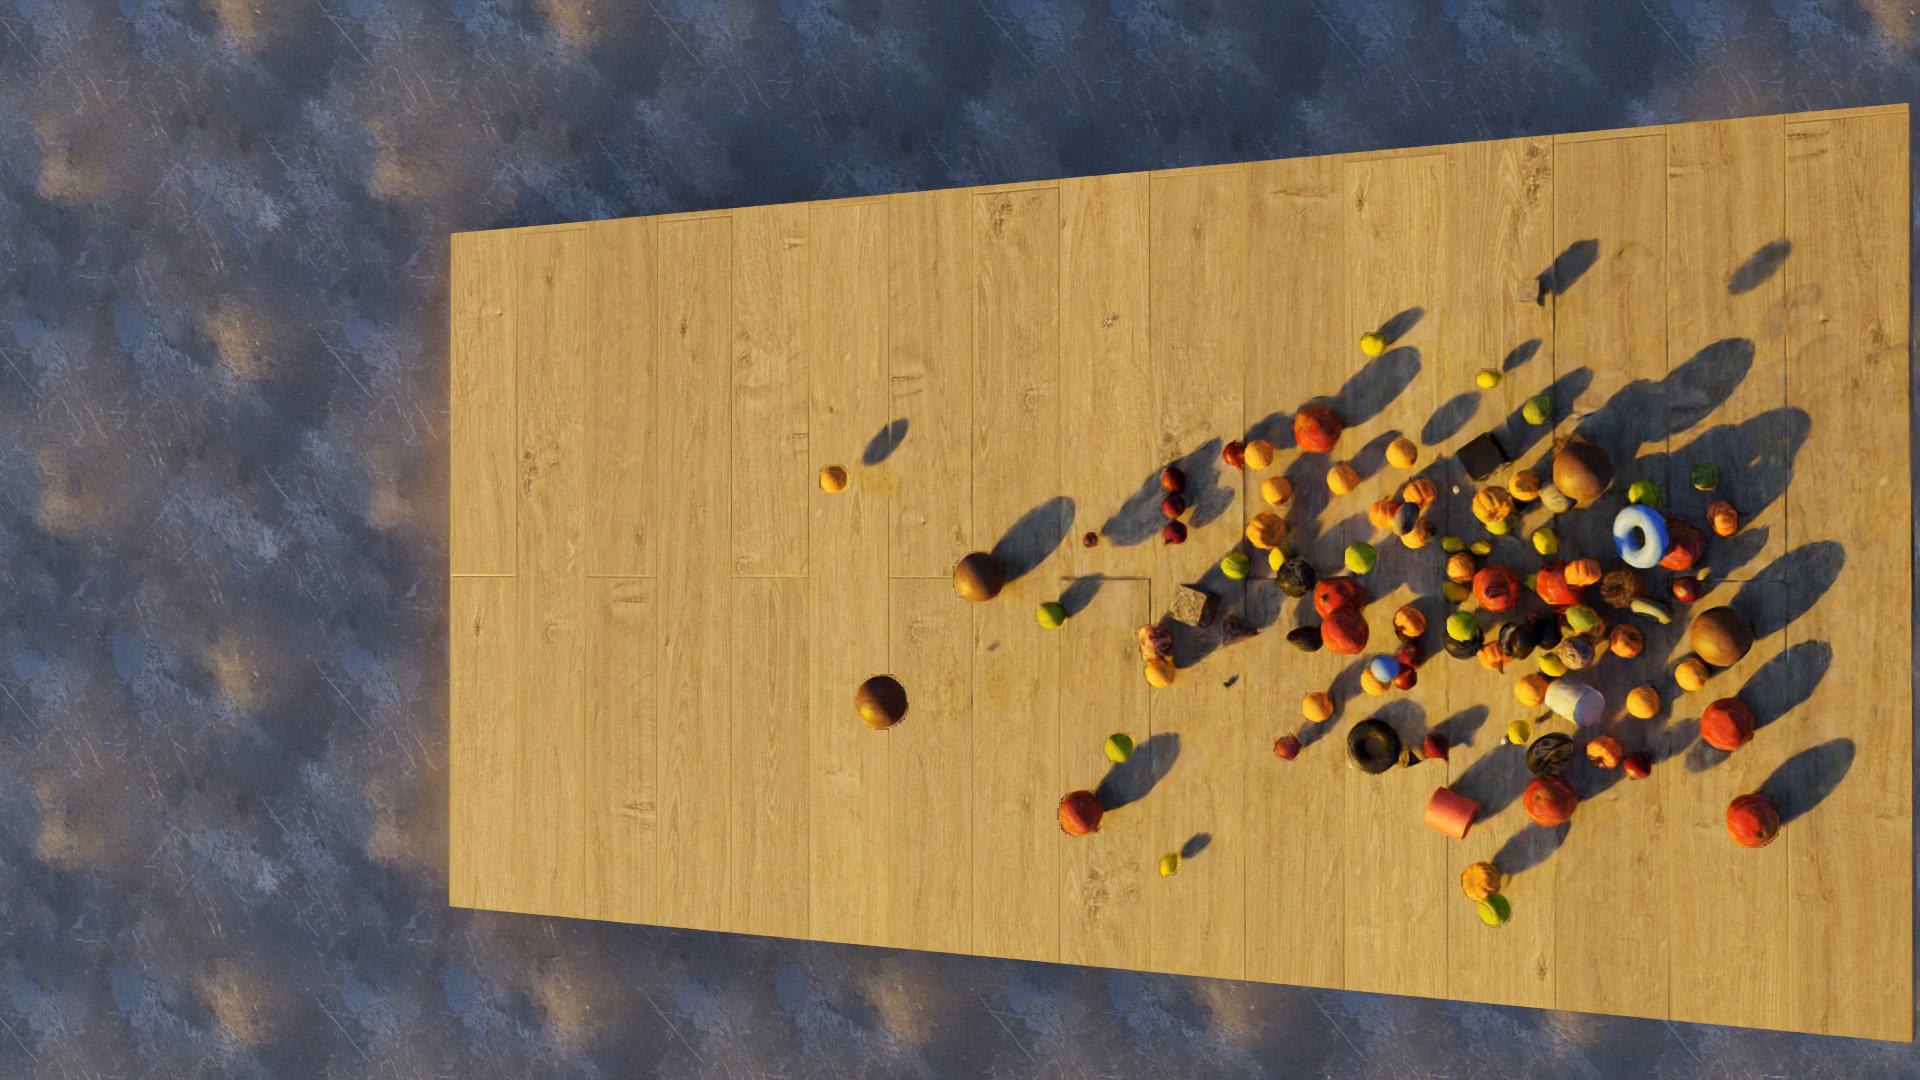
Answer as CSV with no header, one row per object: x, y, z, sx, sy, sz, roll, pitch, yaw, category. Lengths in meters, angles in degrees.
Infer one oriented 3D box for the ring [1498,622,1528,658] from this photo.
1.263,0.228,5.018,0.083,0.028,0.083,9,72,-29,ring

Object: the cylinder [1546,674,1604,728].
1.381,0.360,4.938,0.090,0.090,0.090,-12,116,-25,cylinder

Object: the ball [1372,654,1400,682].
0.957,0.288,4.952,0.062,0.062,0.062,0,89,0,ball

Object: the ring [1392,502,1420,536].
1.026,-0.049,5.064,0.029,0.086,0.086,30,89,32,ring

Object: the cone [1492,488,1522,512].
1.268,-0.080,5.060,0.058,0.058,0.058,32,89,3,cone

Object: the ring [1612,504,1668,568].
1.494,-0.009,4.830,0.048,0.145,0.145,-11,89,-27,ring

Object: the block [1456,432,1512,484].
1.207,-0.189,5.065,0.082,0.082,0.082,-36,74,23,block

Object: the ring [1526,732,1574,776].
1.334,0.483,4.969,0.118,0.039,0.118,-12,131,-15,ring

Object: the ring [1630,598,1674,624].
1.536,0.158,4.881,0.097,0.097,0.032,21,79,0,ring

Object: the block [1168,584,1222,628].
0.575,0.162,5.390,0.082,0.082,0.082,22,99,31,block

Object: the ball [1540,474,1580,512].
1.358,-0.107,4.977,0.088,0.088,0.088,0,89,0,ball

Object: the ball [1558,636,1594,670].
1.376,0.252,4.908,0.077,0.077,0.077,0,89,0,ball

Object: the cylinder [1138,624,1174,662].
0.485,0.253,5.437,0.077,0.077,0.077,-12,82,0,cylinder

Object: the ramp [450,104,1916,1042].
0.277,0.078,5.655,4.000,0.100,2.000,0,89,28,ramp

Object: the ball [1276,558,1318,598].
0.807,0.090,5.265,0.096,0.096,0.096,0,89,0,ball

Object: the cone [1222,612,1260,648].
0.688,0.224,5.348,0.092,0.092,0.092,4,89,9,cone

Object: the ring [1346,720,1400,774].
0.977,0.488,5.201,0.131,0.044,0.131,0,91,28,ring

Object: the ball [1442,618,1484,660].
1.155,0.228,5.045,0.093,0.093,0.093,0,89,0,ball

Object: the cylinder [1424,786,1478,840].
1.137,0.631,5.085,0.093,0.093,0.093,24,89,23,cylinder

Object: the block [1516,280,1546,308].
1.303,-0.560,5.016,0.051,0.051,0.051,5,82,34,block
